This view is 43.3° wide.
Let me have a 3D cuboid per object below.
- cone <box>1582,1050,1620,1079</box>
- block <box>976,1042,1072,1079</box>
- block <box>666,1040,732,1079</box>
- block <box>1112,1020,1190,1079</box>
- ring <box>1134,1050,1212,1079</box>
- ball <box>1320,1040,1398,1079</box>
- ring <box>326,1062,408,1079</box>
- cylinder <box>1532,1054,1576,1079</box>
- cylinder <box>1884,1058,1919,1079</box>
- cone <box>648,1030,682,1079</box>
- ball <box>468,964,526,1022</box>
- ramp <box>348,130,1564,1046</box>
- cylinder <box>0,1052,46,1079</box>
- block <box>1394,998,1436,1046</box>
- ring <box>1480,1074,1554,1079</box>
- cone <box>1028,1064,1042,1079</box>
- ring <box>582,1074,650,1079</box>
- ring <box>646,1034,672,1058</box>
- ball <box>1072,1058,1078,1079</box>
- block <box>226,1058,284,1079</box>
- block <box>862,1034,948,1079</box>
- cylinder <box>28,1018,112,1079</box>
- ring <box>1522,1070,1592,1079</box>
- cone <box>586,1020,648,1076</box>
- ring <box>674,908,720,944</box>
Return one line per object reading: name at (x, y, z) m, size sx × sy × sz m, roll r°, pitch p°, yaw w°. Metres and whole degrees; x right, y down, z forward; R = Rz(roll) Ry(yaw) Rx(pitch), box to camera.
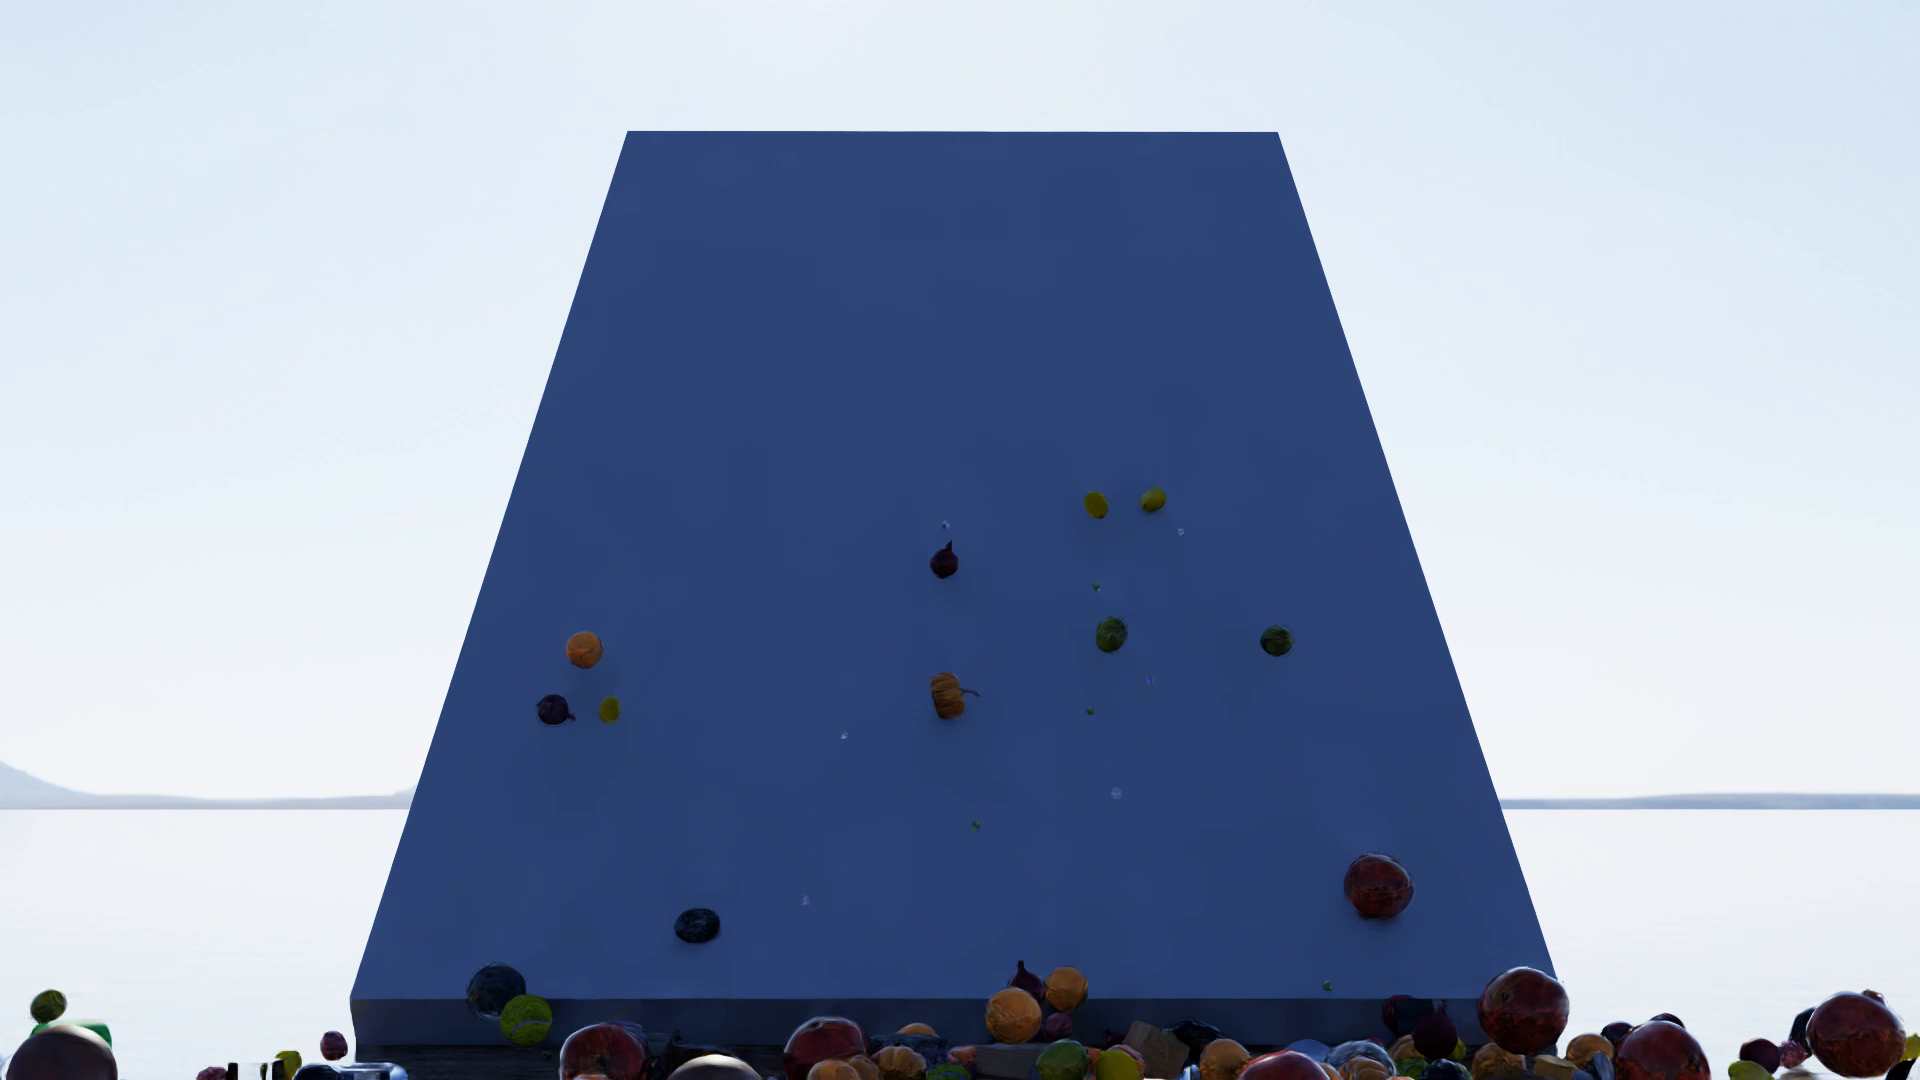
cone at (0.892, 0.762, 3.425) m, size 0.058 × 0.058 × 0.058 m, roll -36°, pitch -26°, yaw 31°
block at (0.083, 0.693, 3.094) m, size 0.091 × 0.091 × 0.091 m, roll -4°, pitch -7°, yaw 30°
block at (-0.343, 0.700, 3.153) m, size 0.080 × 0.080 × 0.080 m, roll 8°, pitch -7°, yaw -5°
block at (0.270, 0.727, 3.412) m, size 0.068 × 0.068 × 0.068 m, roll 33°, pitch -14°, yaw -13°
ring at (0.305, 0.765, 3.521) m, size 0.123 × 0.041 × 0.123 m, roll 1°, pitch -3°, yaw 0°
ball at (0.509, 0.688, 3.087) m, size 0.100 × 0.100 × 0.100 m, roll 0°, pitch -6°, yaw 0°
ring at (-0.825, 0.750, 3.363) m, size 0.111 × 0.037 × 0.111 m, roll 0°, pitch -5°, yaw 0°
cylinder at (0.794, 0.723, 3.244) m, size 0.052 × 0.052 × 0.052 m, roll 13°, pitch 2°, yaw -1°
cylinder at (1.186, 0.672, 2.935) m, size 0.092 × 0.092 × 0.092 m, roll 2°, pitch -6°, yaw -40°
cone at (-0.390, 0.712, 3.298) m, size 0.091 × 0.091 × 0.091 m, roll 5°, pitch -8°, yaw 1°
ball at (-0.750, 0.733, 3.920) m, size 0.093 × 0.093 × 0.093 m, roll 0°, pitch -6°, yaw 0°
ramp at (-0.013, -0.208, 5.733) m, size 2.000 × 0.100 × 4.000 m, roll 0°, pitch 30°, yaw 0°
cylinder at (-1.284, 0.727, 3.284) m, size 0.060 × 0.060 × 0.060 m, roll 6°, pitch -13°, yaw -42°
block at (0.643, 0.682, 3.421) m, size 0.052 × 0.052 × 0.052 m, roll -4°, pitch -27°, yaw 7°
ring at (0.732, 0.725, 3.158) m, size 0.130 × 0.043 × 0.130 m, roll 0°, pitch -5°, yaw 0°
cone at (0.090, 0.675, 2.911) m, size 0.087 × 0.087 × 0.087 m, roll 0°, pitch -6°, yaw 0°
ring at (-0.457, 0.733, 3.208) m, size 0.117 × 0.039 × 0.117 m, roll 1°, pitch -7°, yaw 0°
ring at (-0.483, 0.805, 3.849) m, size 0.075 × 0.025 × 0.075 m, roll 6°, pitch 5°, yaw -1°
ball at (0.138, 0.741, 3.373) m, size 0.056 × 0.056 × 0.056 m, roll 0°, pitch -6°, yaw 0°
block at (-0.946, 0.728, 3.249) m, size 0.056 × 0.056 × 0.056 m, roll -1°, pitch -6°, yaw 8°
block at (-0.074, 0.711, 3.238) m, size 0.088 × 0.088 × 0.088 m, roll 2°, pitch -7°, yaw -22°
cylinder at (-1.296, 0.743, 3.523) m, size 0.086 × 0.086 × 0.086 m, roll -5°, pitch -8°, yaw 41°
ring at (0.823, 0.749, 3.337) m, size 0.103 × 0.034 × 0.103 m, roll 0°, pitch -7°, yaw 0°
cone at (-0.448, 0.715, 3.286) m, size 0.092 × 0.092 × 0.092 m, roll 4°, pitch 16°, yaw -34°
ring at (-0.447, 0.657, 4.120) m, size 0.079 × 0.026 × 0.079 m, roll -1°, pitch 31°, yaw 1°
